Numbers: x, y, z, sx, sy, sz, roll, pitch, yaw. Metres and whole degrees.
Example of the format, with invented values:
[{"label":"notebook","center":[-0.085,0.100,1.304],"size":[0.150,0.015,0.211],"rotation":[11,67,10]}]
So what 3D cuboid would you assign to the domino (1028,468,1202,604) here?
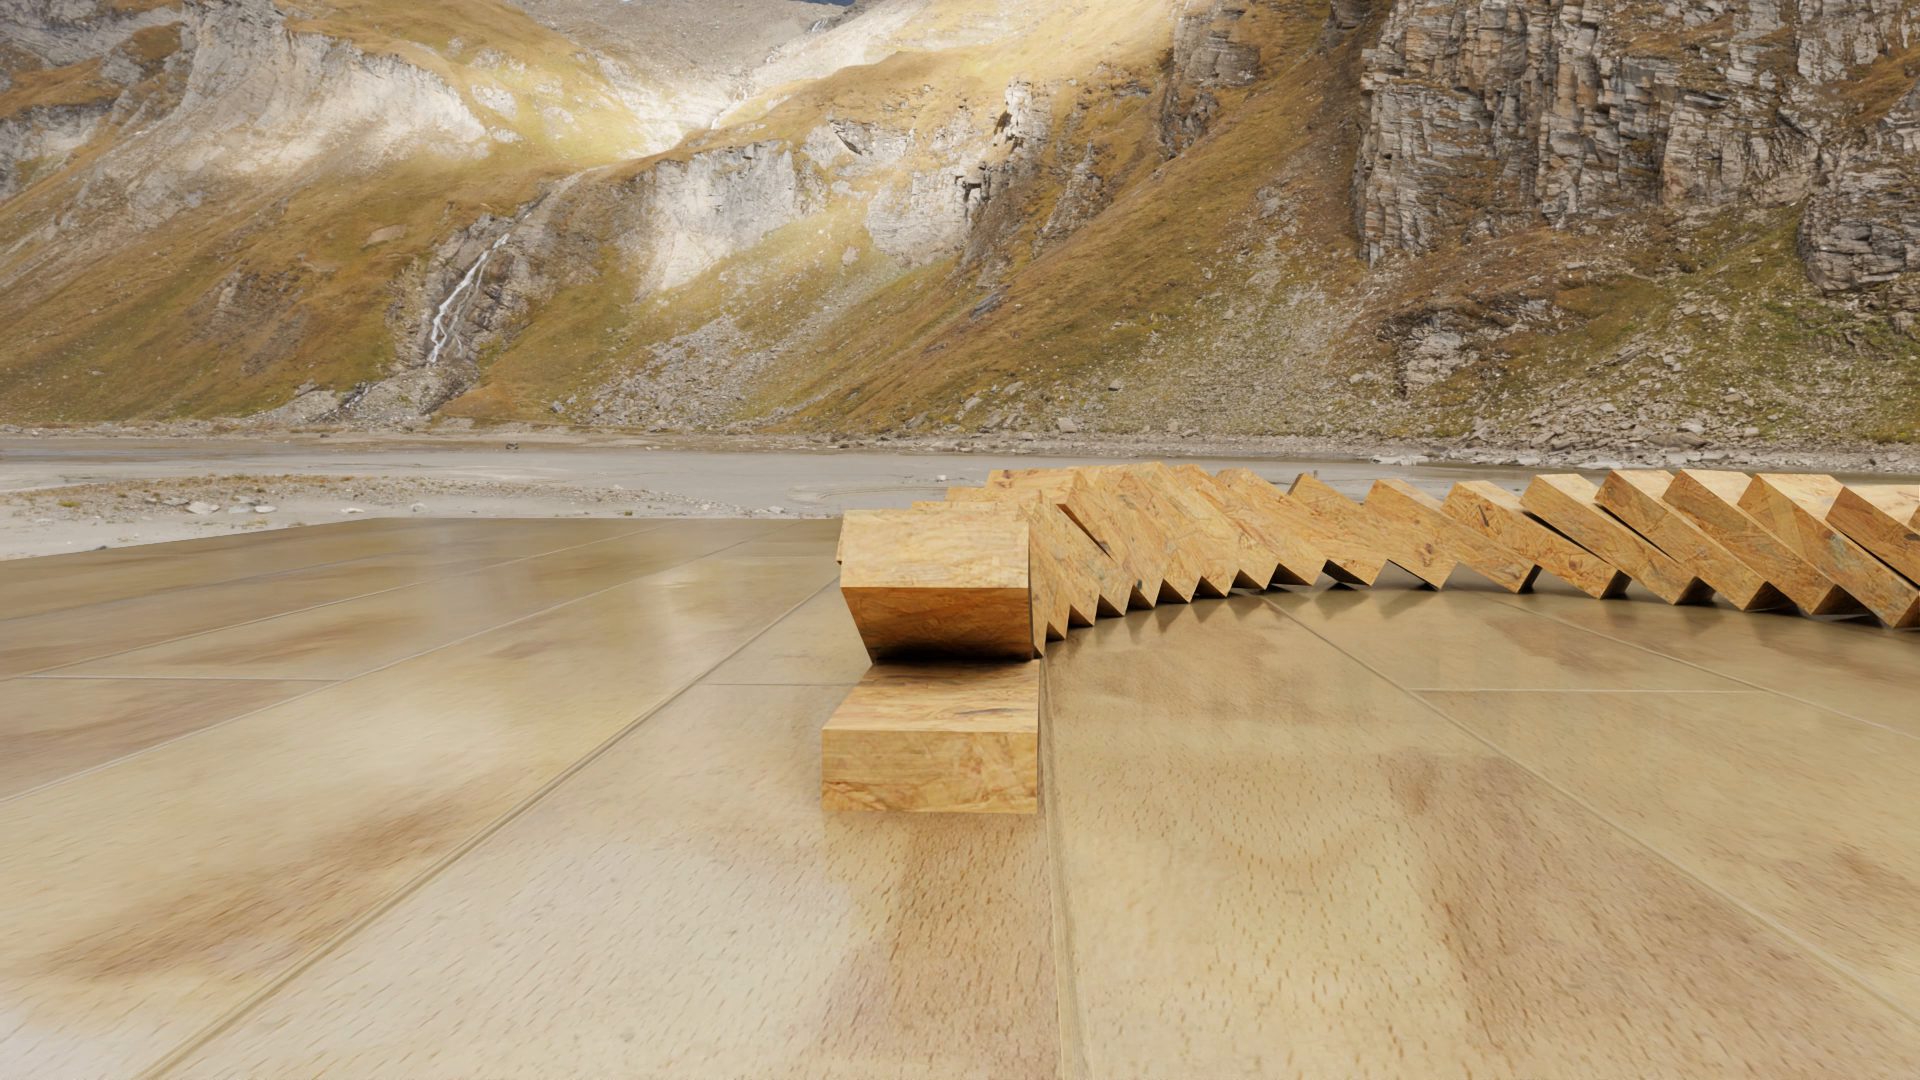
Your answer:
[{"label":"domino","center":[0.040,-0.001,0.339],"size":[0.025,0.009,0.050],"rotation":[5,-28,48]}]

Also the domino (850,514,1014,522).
[{"label":"domino","center":[-0.002,0.010,0.216],"size":[0.025,0.009,0.050],"rotation":[0,-23,7]}]

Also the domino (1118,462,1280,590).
[{"label":"domino","center":[0.064,-0.004,0.363],"size":[0.050,0.009,0.025],"rotation":[36,-17,-24]}]

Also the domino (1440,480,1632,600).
[{"label":"domino","center":[0.168,-0.001,0.373],"size":[0.025,0.009,0.050],"rotation":[-5,34,-48]}]

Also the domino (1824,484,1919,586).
[{"label":"domino","center":[0.228,0.004,0.292],"size":[0.025,0.010,0.050],"rotation":[-1,33,-15]}]

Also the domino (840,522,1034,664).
[{"label":"domino","center":[-0.002,0.012,0.195],"size":[0.025,0.009,0.050],"rotation":[0,-23,4]}]

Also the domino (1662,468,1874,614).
[{"label":"domino","center":[0.210,0.000,0.331],"size":[0.025,0.009,0.050],"rotation":[1,36,-24]}]

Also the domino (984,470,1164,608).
[{"label":"domino","center":[0.029,0.000,0.322],"size":[0.025,0.010,0.050],"rotation":[2,-30,37]}]

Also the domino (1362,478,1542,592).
[{"label":"domino","center":[0.148,-0.002,0.384],"size":[0.050,0.009,0.025],"rotation":[34,20,27]}]

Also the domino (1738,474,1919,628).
[{"label":"domino","center":[0.220,0.002,0.313],"size":[0.025,0.009,0.050],"rotation":[0,36,-18]}]

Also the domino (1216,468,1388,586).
[{"label":"domino","center":[0.099,-0.004,0.382],"size":[0.050,0.009,0.025],"rotation":[32,-2,-4]}]

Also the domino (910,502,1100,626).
[{"label":"domino","center":[0.011,0.006,0.286],"size":[0.025,0.010,0.050],"rotation":[2,-21,28]}]

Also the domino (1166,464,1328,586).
[{"label":"domino","center":[0.080,-0.004,0.374],"size":[0.050,0.009,0.025],"rotation":[33,-9,-14]}]

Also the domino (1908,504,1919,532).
[{"label":"domino","center":[0.234,0.006,0.273],"size":[0.025,0.010,0.050],"rotation":[-1,33,-13]}]

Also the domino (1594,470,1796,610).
[{"label":"domino","center":[0.200,-0.001,0.346],"size":[0.025,0.009,0.050],"rotation":[-1,37,-30]}]

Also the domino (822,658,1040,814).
[{"label":"domino","center":[-0.002,0.025,0.173],"size":[0.025,0.009,0.050],"rotation":[0,4,4]}]

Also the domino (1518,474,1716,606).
[{"label":"domino","center":[0.186,-0.001,0.360],"size":[0.025,0.010,0.050],"rotation":[-4,36,-39]}]

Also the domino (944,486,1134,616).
[{"label":"domino","center":[0.019,0.003,0.307],"size":[0.025,0.009,0.050],"rotation":[3,-24,36]}]

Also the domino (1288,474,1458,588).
[{"label":"domino","center":[0.122,-0.003,0.385],"size":[0.050,0.010,0.025],"rotation":[31,8,9]}]

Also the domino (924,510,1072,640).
[{"label":"domino","center":[0.004,0.008,0.264],"size":[0.025,0.009,0.050],"rotation":[2,-21,22]}]

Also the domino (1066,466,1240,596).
[{"label":"domino","center":[0.051,-0.002,0.352],"size":[0.050,0.010,0.025],"rotation":[38,-18,-29]}]

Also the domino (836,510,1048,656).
[{"label":"domino","center":[-0.002,0.009,0.240],"size":[0.025,0.010,0.050],"rotation":[1,-22,19]}]
